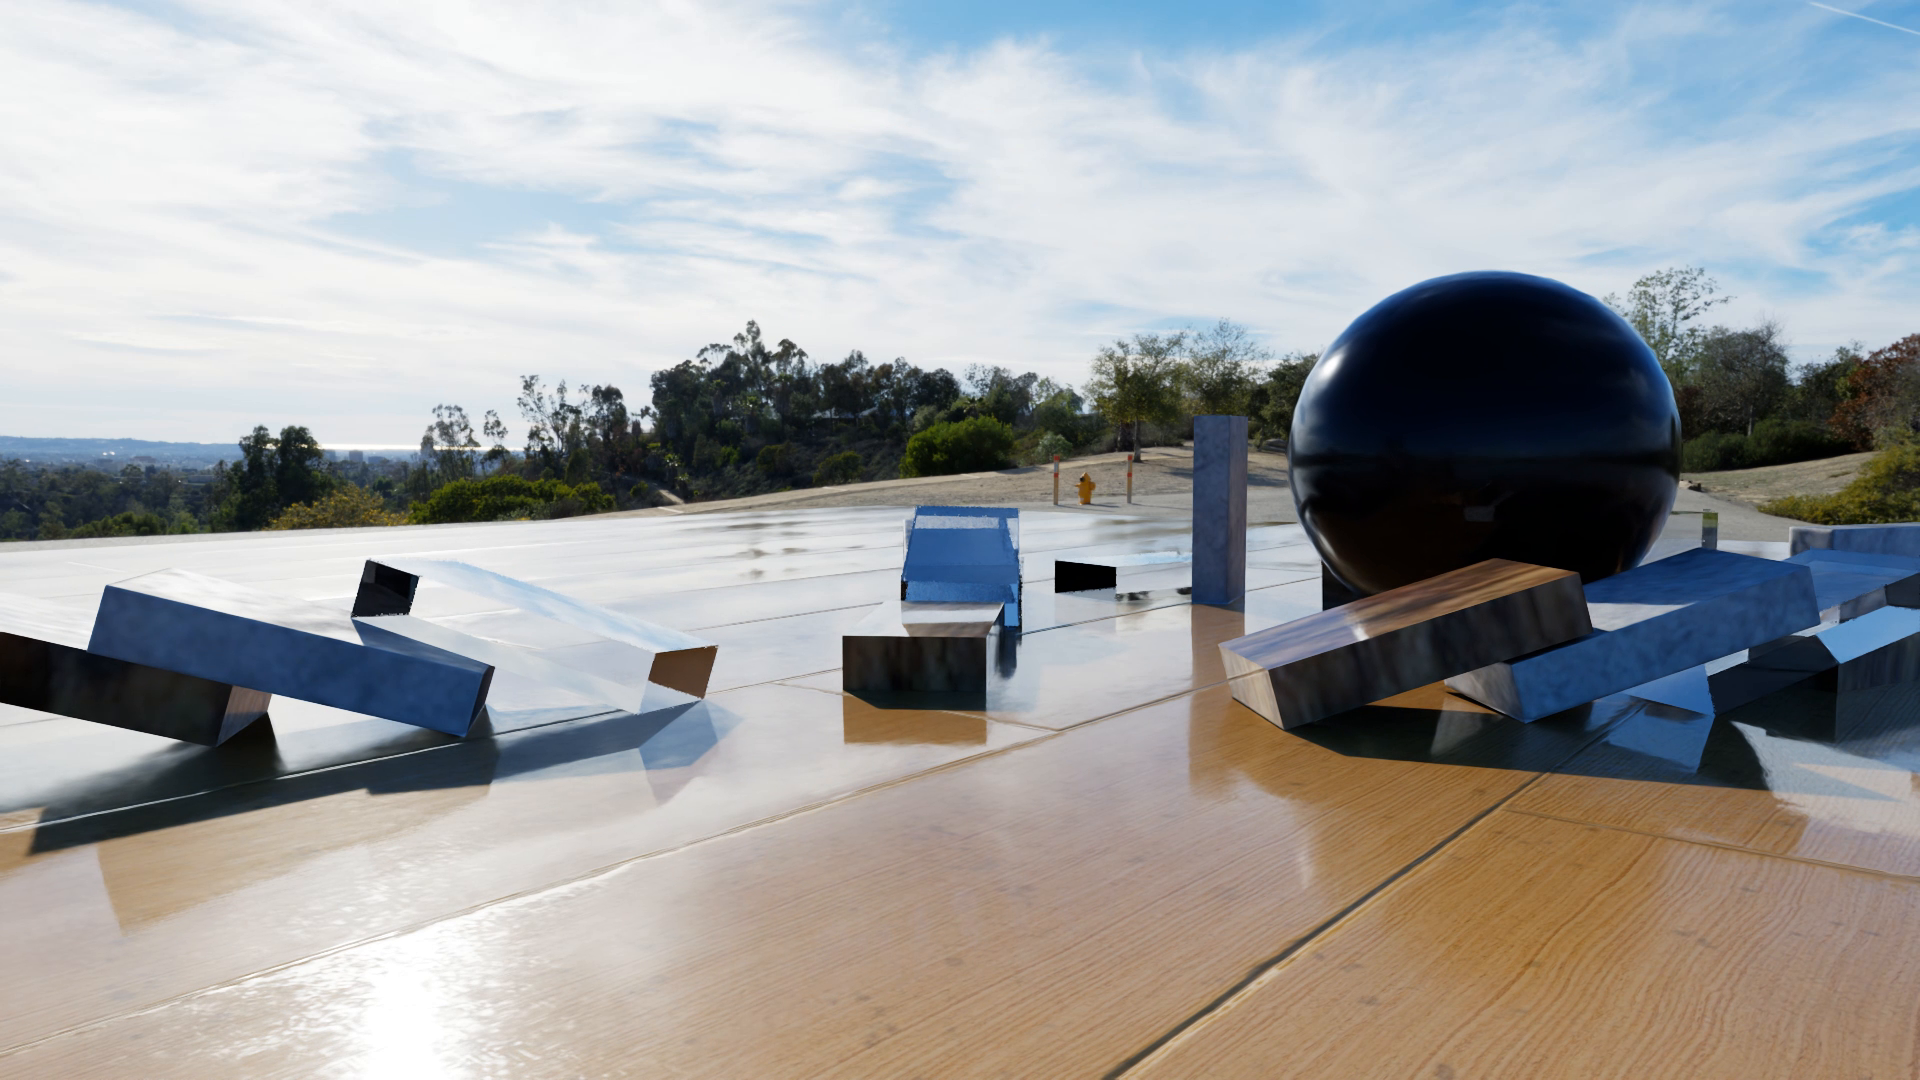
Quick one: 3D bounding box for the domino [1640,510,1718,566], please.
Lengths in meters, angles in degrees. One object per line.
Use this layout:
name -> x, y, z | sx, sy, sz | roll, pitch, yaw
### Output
domino -> 0.169, 0.006, 0.320 | 0.050, 0.025, 0.010 | -2, 5, -29

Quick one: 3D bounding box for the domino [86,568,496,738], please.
domino -> -0.097, 0.016, 0.192 | 0.050, 0.009, 0.025 | 16, 0, -15

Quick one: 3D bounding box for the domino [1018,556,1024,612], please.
domino -> 0.005, 0.012, 0.351 | 0.025, 0.010, 0.050 | 0, 4, 3

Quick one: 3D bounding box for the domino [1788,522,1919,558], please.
domino -> 0.200, 0.009, 0.277 | 0.050, 0.025, 0.010 | -2, 5, -22

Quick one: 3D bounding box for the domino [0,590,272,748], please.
domino -> -0.129, 0.017, 0.186 | 0.050, 0.009, 0.025 | 16, 0, -14

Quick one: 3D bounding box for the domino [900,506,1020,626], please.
domino -> 0.001, 0.005, 0.294 | 0.025, 0.009, 0.050 | 2, 20, 2

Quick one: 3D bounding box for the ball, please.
ball -> 0.113, -0.019, 0.282 | 0.080, 0.080, 0.080 | 0, 4, 0

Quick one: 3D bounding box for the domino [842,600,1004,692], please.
domino -> -0.005, 0.019, 0.246 | 0.025, 0.009, 0.050 | 0, 4, 6

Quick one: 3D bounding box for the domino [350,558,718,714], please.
domino -> -0.067, 0.015, 0.206 | 0.050, 0.009, 0.025 | 16, 1, 11

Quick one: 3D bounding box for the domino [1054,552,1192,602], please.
domino -> 0.054, 0.010, 0.371 | 0.050, 0.009, 0.025 | -3, 5, -37

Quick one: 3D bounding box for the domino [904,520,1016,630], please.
domino -> -0.001, 0.008, 0.314 | 0.025, 0.009, 0.050 | 0, 20, -3

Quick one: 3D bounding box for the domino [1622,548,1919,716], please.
domino -> 0.137, 0.015, 0.217 | 0.050, 0.010, 0.025 | -18, 8, -12

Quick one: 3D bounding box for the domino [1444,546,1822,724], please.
domino -> 0.107, 0.015, 0.209 | 0.050, 0.010, 0.025 | -17, 8, -4

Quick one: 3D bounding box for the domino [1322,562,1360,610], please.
domino -> 0.103, -0.008, 0.333 | 0.009, 0.050, 0.025 | 1, 4, 38

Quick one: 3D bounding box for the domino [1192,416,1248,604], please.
domino -> 0.071, -0.009, 0.351 | 0.009, 0.050, 0.025 | 2, 5, 23

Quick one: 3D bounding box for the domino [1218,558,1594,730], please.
domino -> 0.070, 0.016, 0.204 | 0.050, 0.009, 0.025 | -17, 6, -4

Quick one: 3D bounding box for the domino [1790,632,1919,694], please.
domino -> 0.166, 0.020, 0.242 | 0.050, 0.009, 0.025 | -2, 5, -29
